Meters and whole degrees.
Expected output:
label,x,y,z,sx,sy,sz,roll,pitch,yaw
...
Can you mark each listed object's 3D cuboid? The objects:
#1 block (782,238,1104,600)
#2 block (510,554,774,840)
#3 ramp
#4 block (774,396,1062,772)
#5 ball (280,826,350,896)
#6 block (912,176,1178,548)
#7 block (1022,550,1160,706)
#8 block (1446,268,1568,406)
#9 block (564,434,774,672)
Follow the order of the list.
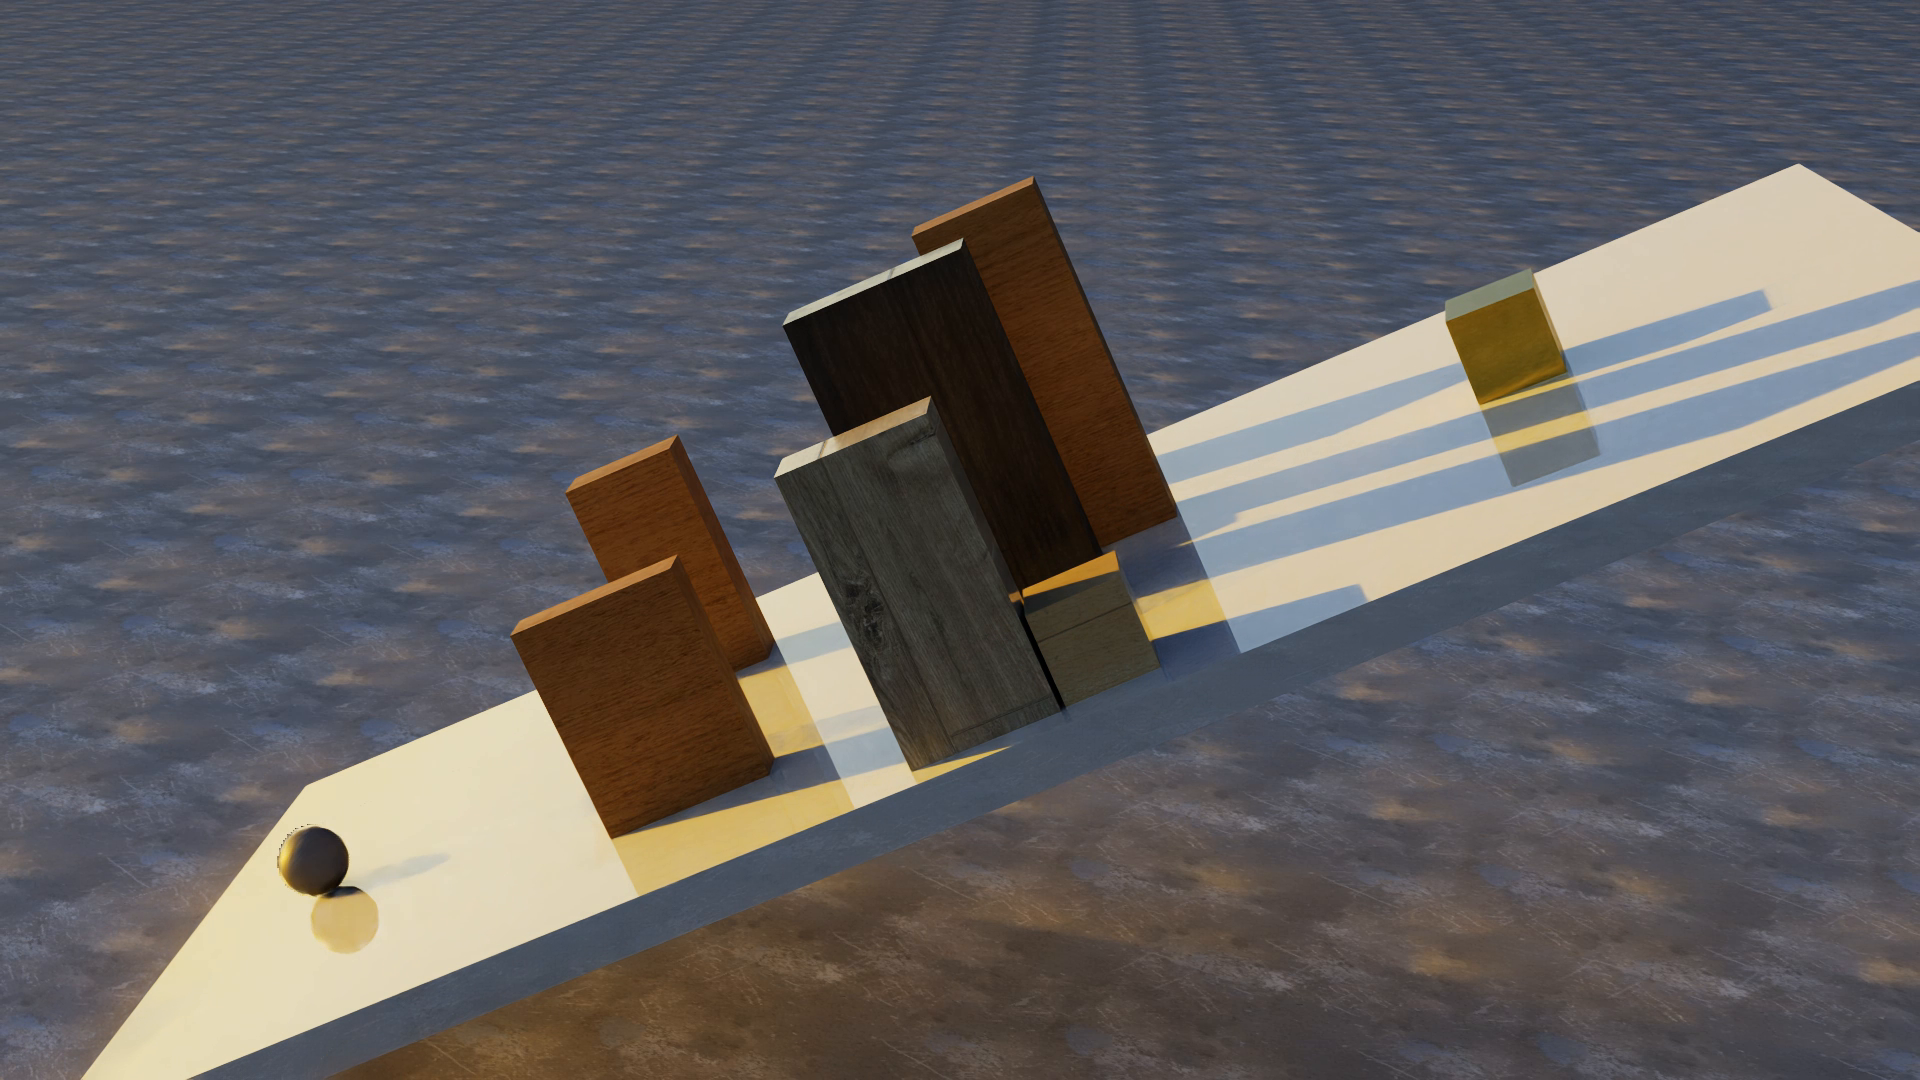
label,x,y,z,sx,sy,sz,roll,pitch,yaw
block,-0.023,-0.189,6.064,0.394,0.759,0.140,-23,13,8
block,-0.626,0.312,5.824,0.348,0.460,0.105,-23,13,8
ramp,0.131,0.170,6.285,4.000,0.100,2.000,-23,13,8
block,-0.071,0.082,5.400,0.300,0.607,0.148,-23,13,8
ball,-1.405,0.699,6.401,0.149,0.149,0.149,0,15,0
block,0.185,-0.362,6.328,0.278,0.783,0.127,-23,13,8
block,0.242,0.163,5.449,0.189,0.189,0.189,-23,13,5
block,1.145,-0.428,6.179,0.192,0.192,0.192,-21,13,15
block,-0.660,0.063,6.730,0.260,0.534,0.143,-23,13,8
